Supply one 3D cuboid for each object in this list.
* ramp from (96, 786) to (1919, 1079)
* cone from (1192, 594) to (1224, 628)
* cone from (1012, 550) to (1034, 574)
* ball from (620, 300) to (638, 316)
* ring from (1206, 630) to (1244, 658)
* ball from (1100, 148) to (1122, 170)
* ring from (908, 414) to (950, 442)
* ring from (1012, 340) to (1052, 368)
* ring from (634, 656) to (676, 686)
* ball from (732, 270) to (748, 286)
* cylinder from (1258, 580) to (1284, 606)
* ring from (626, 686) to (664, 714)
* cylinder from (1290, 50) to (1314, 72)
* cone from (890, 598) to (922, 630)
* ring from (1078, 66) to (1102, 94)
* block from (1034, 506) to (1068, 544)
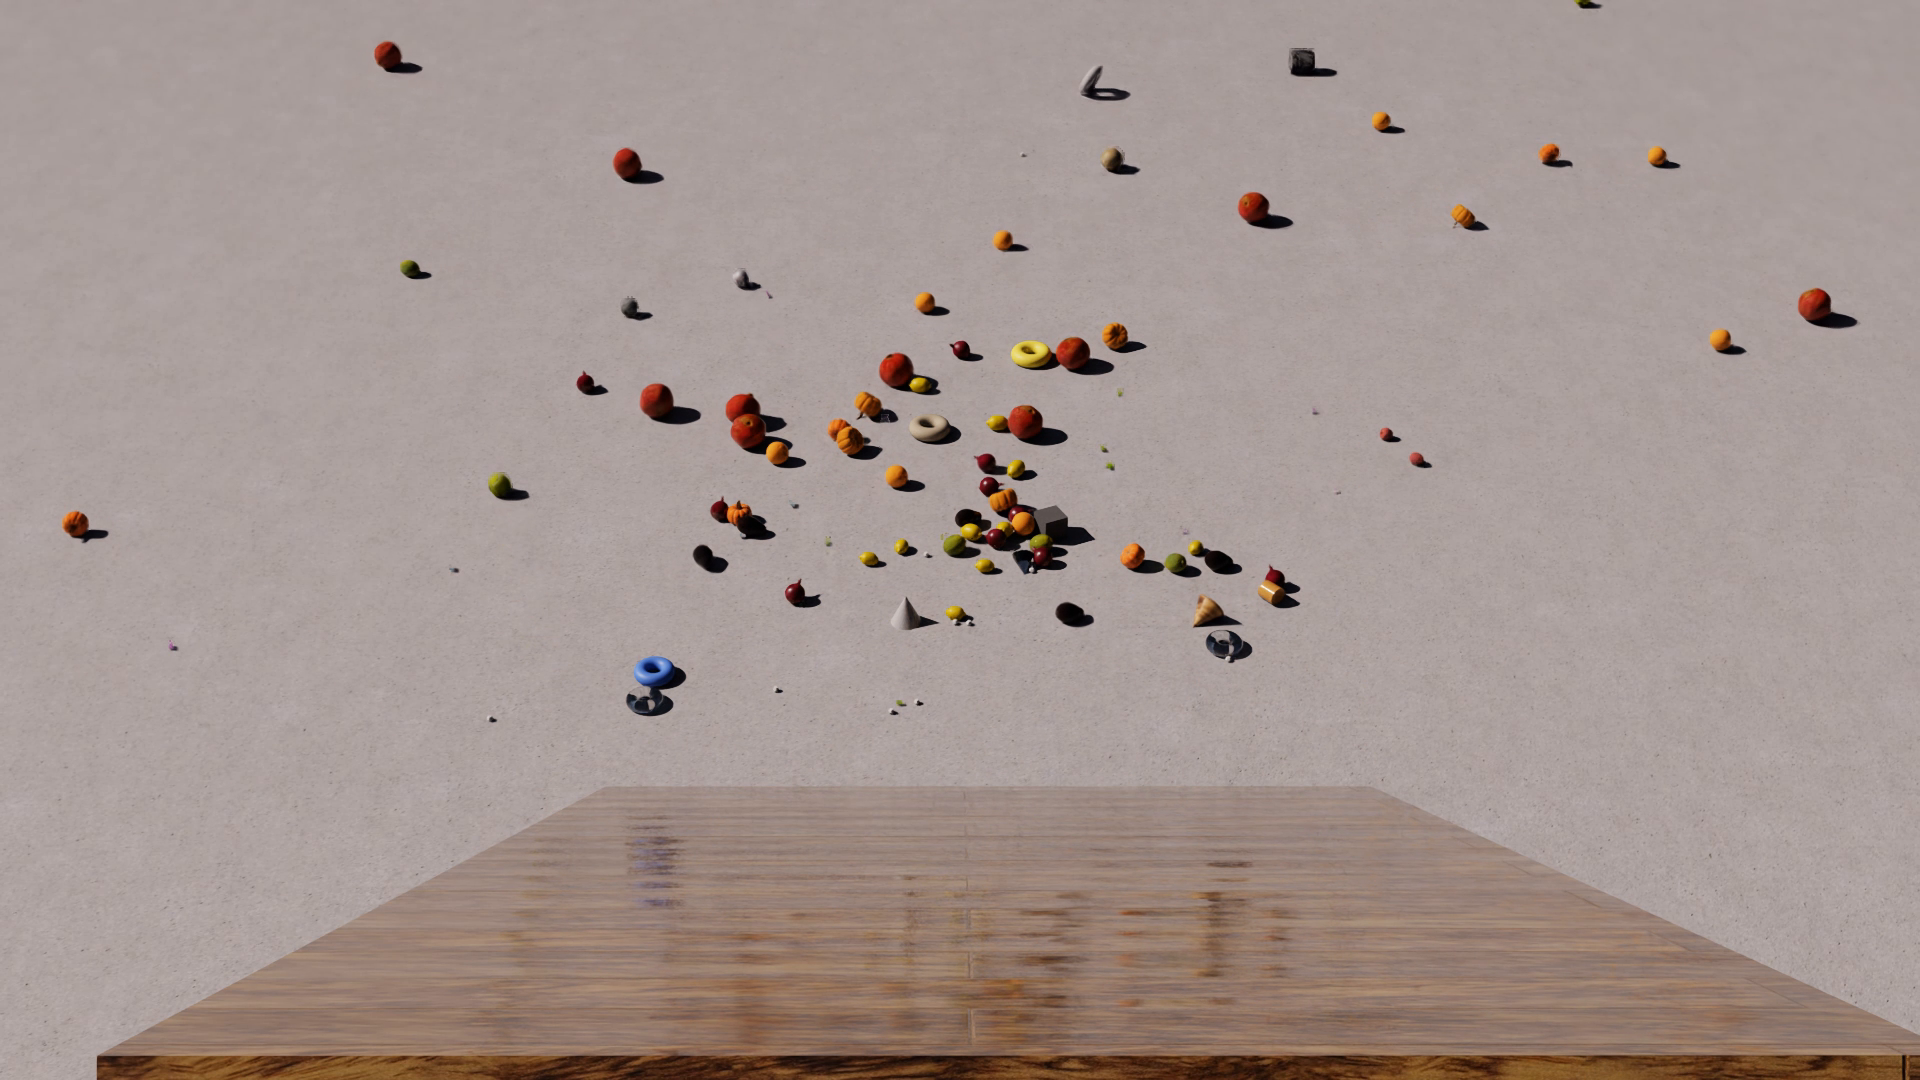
[{"bbox_3d":[0.074,0.648,4.778,2.000,0.100,4.000,0,-1,0],"label":"ramp"},{"bbox_3d":[0.702,0.222,7.525,0.090,0.090,0.090,29,70,36],"label":"cone"},{"bbox_3d":[0.190,0.075,7.755,0.067,0.067,0.067,-2,60,-3],"label":"cone"},{"bbox_3d":[-1.155,-0.811,9.059,0.059,0.059,0.059,0,34,0],"label":"ball"},{"bbox_3d":[0.755,0.296,7.418,0.108,0.036,0.108,1,34,-1],"label":"ring"},{"bbox_3d":[0.586,-1.472,10.031,0.084,0.084,0.084,0,34,0],"label":"ball"},{"bbox_3d":[-0.099,-0.363,8.401,0.136,0.045,0.136,0,32,0],"label":"ring"},{"bbox_3d":[0.242,-0.630,8.800,0.138,0.046,0.138,0,35,0],"label":"ring"},{"bbox_3d":[-0.860,0.370,7.303,0.116,0.039,0.116,0,35,0],"label":"ring"},{"bbox_3d":[-0.782,-0.930,9.241,0.057,0.057,0.057,0,34,0],"label":"ball"},{"bbox_3d":[0.913,0.154,7.613,0.055,0.055,0.055,-24,41,-32],"label":"cylinder"},{"bbox_3d":[-0.875,0.443,7.198,0.105,0.035,0.105,0,32,0],"label":"ring"},{"bbox_3d":[1.423,-1.993,10.806,0.091,0.091,0.091,0,34,0],"label":"cylinder"},{"bbox_3d":[-0.156,0.199,7.515,0.090,0.090,0.090,0,34,0],"label":"cone"},{"bbox_3d":[0.534,-1.879,10.609,0.044,0.131,0.131,38,42,4],"label":"ring"},{"bbox_3d":[0.276,-0.047,7.895,0.076,0.076,0.076,-16,37,-22],"label":"block"}]
